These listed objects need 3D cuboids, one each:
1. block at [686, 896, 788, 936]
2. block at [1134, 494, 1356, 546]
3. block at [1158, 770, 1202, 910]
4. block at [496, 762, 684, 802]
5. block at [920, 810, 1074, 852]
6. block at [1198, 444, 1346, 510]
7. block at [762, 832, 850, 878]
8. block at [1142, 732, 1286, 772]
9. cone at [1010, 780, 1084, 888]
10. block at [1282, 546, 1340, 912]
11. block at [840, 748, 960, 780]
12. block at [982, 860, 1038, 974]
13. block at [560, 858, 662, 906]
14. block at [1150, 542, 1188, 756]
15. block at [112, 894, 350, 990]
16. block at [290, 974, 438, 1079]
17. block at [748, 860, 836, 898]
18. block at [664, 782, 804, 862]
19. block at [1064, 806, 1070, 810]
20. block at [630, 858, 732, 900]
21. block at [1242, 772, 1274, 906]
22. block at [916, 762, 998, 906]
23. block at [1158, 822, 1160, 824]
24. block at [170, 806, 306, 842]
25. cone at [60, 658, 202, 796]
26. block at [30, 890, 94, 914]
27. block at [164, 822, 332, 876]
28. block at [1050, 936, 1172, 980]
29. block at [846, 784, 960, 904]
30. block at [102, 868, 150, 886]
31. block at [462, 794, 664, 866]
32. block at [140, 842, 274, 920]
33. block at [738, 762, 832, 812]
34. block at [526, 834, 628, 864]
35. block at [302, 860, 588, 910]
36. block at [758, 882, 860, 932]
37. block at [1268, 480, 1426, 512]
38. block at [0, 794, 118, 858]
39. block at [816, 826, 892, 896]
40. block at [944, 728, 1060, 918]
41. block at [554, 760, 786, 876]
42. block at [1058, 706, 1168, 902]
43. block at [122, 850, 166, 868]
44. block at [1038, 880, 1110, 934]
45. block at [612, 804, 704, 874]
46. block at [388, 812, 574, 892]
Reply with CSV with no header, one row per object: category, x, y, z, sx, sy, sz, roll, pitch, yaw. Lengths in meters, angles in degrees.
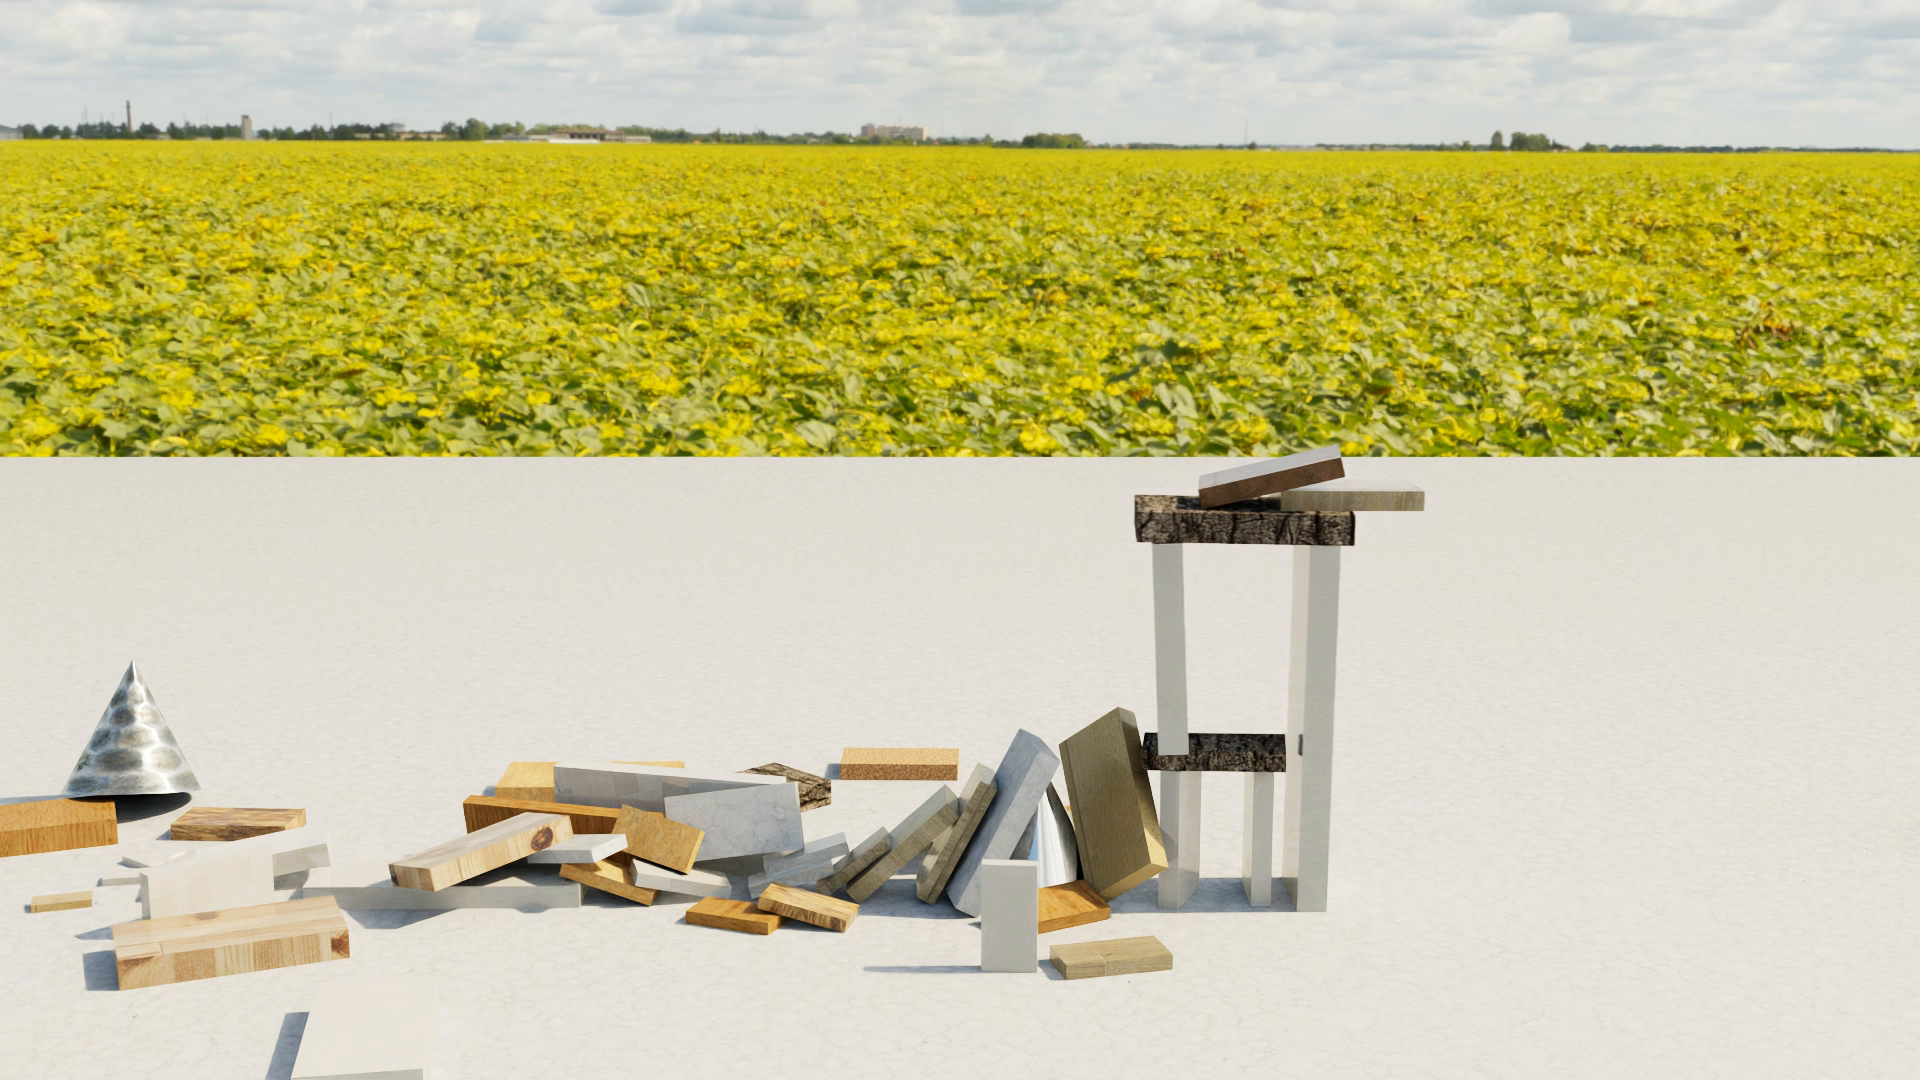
block,-0.358,0.604,3.536,0.148,0.021,0.074,4,11,22
block,0.456,-0.033,3.554,0.343,0.049,0.171,1,11,3
block,0.364,0.479,3.632,0.033,0.232,0.116,5,12,24
block,-0.701,0.469,4.191,0.335,0.047,0.167,0,11,-1
block,0.056,0.509,3.841,0.289,0.041,0.144,-2,-14,-9
block,0.500,-0.102,3.537,0.230,0.033,0.115,-13,11,10
block,-0.258,0.528,3.689,0.143,0.020,0.072,-16,8,-5
block,0.416,0.347,3.604,0.232,0.033,0.116,0,10,8
cone,0.128,0.469,3.678,0.235,0.235,0.235,0,11,0
block,0.575,0.291,3.611,0.049,0.608,0.171,0,11,0
block,-0.118,0.444,4.364,0.230,0.033,0.115,0,11,2
block,0.075,0.568,3.322,0.085,0.169,0.024,1,11,5
block,-0.576,0.559,3.644,0.158,0.022,0.079,18,10,3
block,0.341,0.161,3.584,0.049,0.343,0.171,-2,10,5
block,-1.124,0.618,3.389,0.332,0.047,0.166,-5,11,-23
block,-0.813,0.686,3.023,0.166,0.047,0.332,-2,11,-10
block,-0.281,0.559,3.667,0.143,0.020,0.072,-16,8,-4
block,-0.379,0.475,3.692,0.222,0.111,0.031,-7,-4,3
block,0.224,0.508,4.053,0.146,0.021,0.073,-4,11,-22
block,-0.464,0.562,3.650,0.158,0.022,0.079,12,7,-17
block,0.494,0.476,3.647,0.033,0.232,0.116,0,11,0
block,-0.007,0.486,3.649,0.031,0.222,0.111,27,9,-6
block,0.332,0.530,3.937,0.146,0.021,0.073,-5,11,-23
block,-1.307,0.516,3.988,0.210,0.030,0.105,1,11,3
cone,-1.558,0.348,4.139,0.250,0.250,0.250,-1,-4,0
block,-1.474,0.594,3.611,0.093,0.013,0.046,-4,11,-19
block,-1.204,0.541,3.719,0.269,0.038,0.135,-11,11,-14
block,0.230,0.637,3.352,0.169,0.024,0.085,-3,11,-15
block,-0.095,0.505,3.657,0.222,0.031,0.111,-42,9,6
block,-1.404,0.571,3.733,0.093,0.013,0.046,-2,11,-12
block,-0.683,0.510,3.804,0.366,0.105,0.030,3,22,16
block,-1.207,0.562,3.533,0.030,0.105,0.210,10,15,44
block,-0.421,0.487,4.096,0.335,0.047,0.167,-10,15,-43
block,-0.635,0.511,3.639,0.158,0.022,0.079,-6,9,37
block,-0.849,0.572,3.660,0.450,0.038,0.135,0,11,-1
block,-0.243,0.589,3.535,0.148,0.021,0.074,14,13,11
block,0.622,-0.072,3.551,0.230,0.033,0.115,0,11,-2
block,-1.687,0.517,3.931,0.332,0.047,0.166,-4,11,-22
block,-0.177,0.538,3.662,0.143,0.020,0.072,-38,9,6
block,0.064,0.462,3.609,0.041,0.289,0.144,27,4,-15
block,-0.501,0.481,3.799,0.411,0.167,0.047,3,11,15
block,0.252,0.438,3.648,0.041,0.289,0.144,21,-44,-38
block,-1.405,0.557,3.810,0.093,0.013,0.046,8,13,38
block,0.148,0.592,3.535,0.169,0.024,0.085,-6,27,-30
block,-0.507,0.499,3.667,0.148,0.074,0.021,16,-13,17
block,-0.789,0.513,3.631,0.269,0.038,0.135,-18,9,-42
